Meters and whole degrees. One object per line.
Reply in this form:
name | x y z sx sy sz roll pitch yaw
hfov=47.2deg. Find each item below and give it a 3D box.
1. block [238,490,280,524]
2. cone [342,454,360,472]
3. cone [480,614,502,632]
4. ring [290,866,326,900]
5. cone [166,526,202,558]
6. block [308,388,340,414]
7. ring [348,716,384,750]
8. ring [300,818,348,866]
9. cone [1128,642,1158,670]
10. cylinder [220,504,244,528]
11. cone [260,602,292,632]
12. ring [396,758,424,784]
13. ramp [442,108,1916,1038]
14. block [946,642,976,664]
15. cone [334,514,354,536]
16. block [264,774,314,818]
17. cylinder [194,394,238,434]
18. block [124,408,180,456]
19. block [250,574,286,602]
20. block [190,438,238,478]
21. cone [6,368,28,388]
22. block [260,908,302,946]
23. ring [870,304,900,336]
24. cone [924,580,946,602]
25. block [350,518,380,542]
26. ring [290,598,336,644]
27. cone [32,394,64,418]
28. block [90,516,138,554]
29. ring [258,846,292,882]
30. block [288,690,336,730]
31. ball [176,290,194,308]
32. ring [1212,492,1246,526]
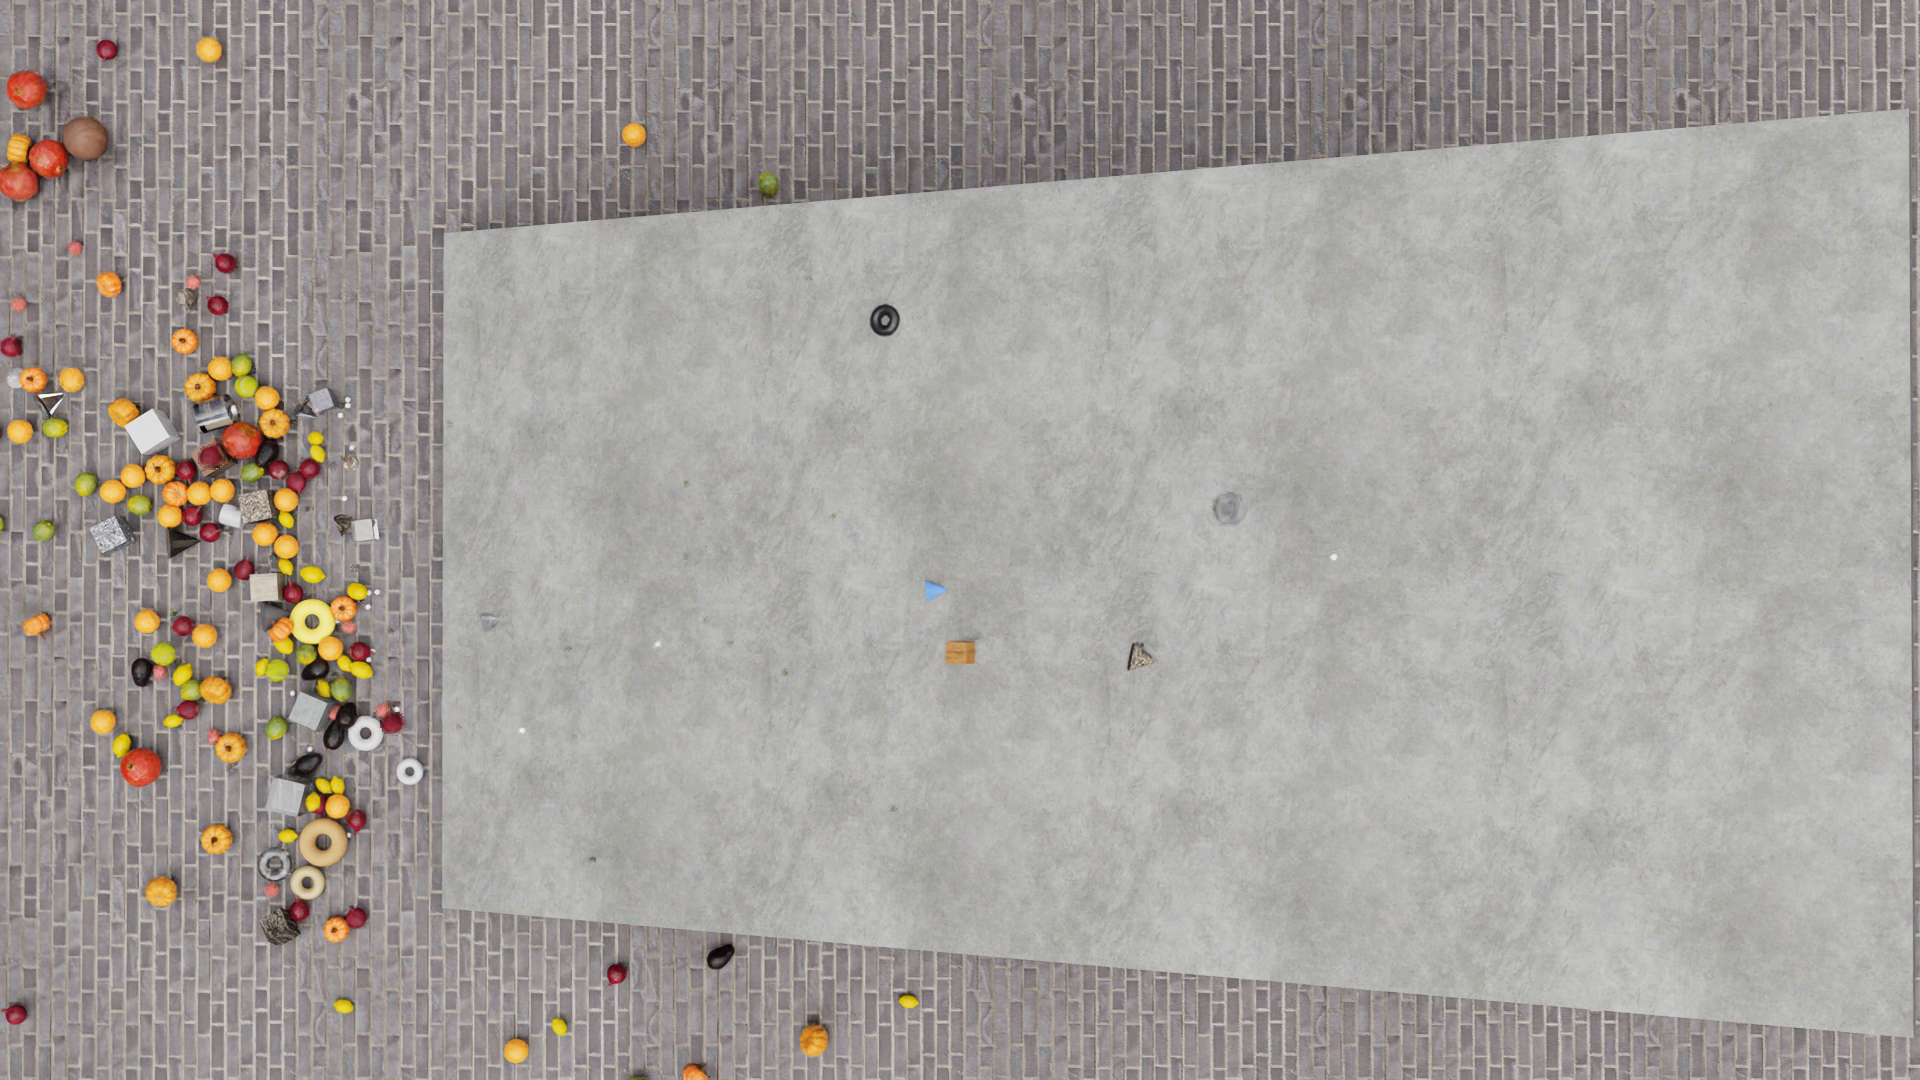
block | -2.092 -0.099 6.567 0.086 0.086 0.086 -12 89 0
cone | -1.832 -0.232 6.585 0.052 0.052 0.052 0 89 0
cone | -1.363 0.236 6.417 0.059 0.059 0.059 -17 89 -12
ring | -1.952 1.025 6.580 0.104 0.035 0.104 0 90 -1
cone | -2.321 0.006 6.587 0.097 0.097 0.097 -4 89 -27
block | -1.904 -0.417 6.584 0.059 0.059 0.059 -22 89 0
ring | -1.779 0.578 6.585 0.106 0.035 0.106 0 88 0
ring | -1.902 0.903 6.575 0.146 0.049 0.146 0 88 1
cone | 0.463 0.299 5.503 0.073 0.073 0.073 13 89 -1
cylinder | -2.173 -0.071 6.578 0.063 0.063 0.063 15 89 0
cone | -2.038 0.225 6.585 0.095 0.095 0.095 -6 89 -27
ring | -1.648 0.693 6.588 0.081 0.027 0.081 0 90 -1
ramp | 0.280 0.080 5.671 4.000 0.100 2.000 0 89 26
block | 0.002 0.293 5.719 0.058 0.058 0.058 0 89 26
cone | -1.852 -0.035 6.595 0.061 0.061 0.061 16 116 0
block | -1.996 0.761 6.551 0.098 0.098 0.098 14 89 0
cylinder | -2.221 -0.377 6.565 0.095 0.095 0.095 -16 89 0
block | -2.409 -0.322 6.563 0.097 0.097 0.097 -32 89 0
block | -2.066 0.141 6.567 0.081 0.081 0.081 -3 89 0
block | -2.228 -0.245 6.569 0.085 0.085 0.085 -32 89 0
cone | -2.838 -0.488 6.582 0.063 0.063 0.063 0 89 0
block | -2.023 1.153 6.547 0.074 0.074 0.074 -32 64 0
ring | -0.200 -0.583 5.845 0.086 0.029 0.086 -1 88 28
cone | -0.060 0.133 5.769 0.060 0.060 0.060 -5 89 0
block | -1.780 -0.030 6.578 0.061 0.061 0.061 -8 89 0
ring | -1.939 0.244 6.583 0.137 0.046 0.137 0 91 0
cone | -2.718 -0.419 6.594 0.083 0.083 0.083 -36 89 -27
block | -2.528 -0.015 6.567 0.083 0.083 0.083 -26 89 0
ring | -2.049 0.971 6.580 0.107 0.036 0.107 0 88 1
block | -1.932 0.507 6.559 0.088 0.088 0.088 23 89 0
ball | -2.321 -0.723 6.589 0.055 0.055 0.055 0 89 0
ring | 0.663 -0.077 5.410 0.087 0.029 0.087 0 90 26
